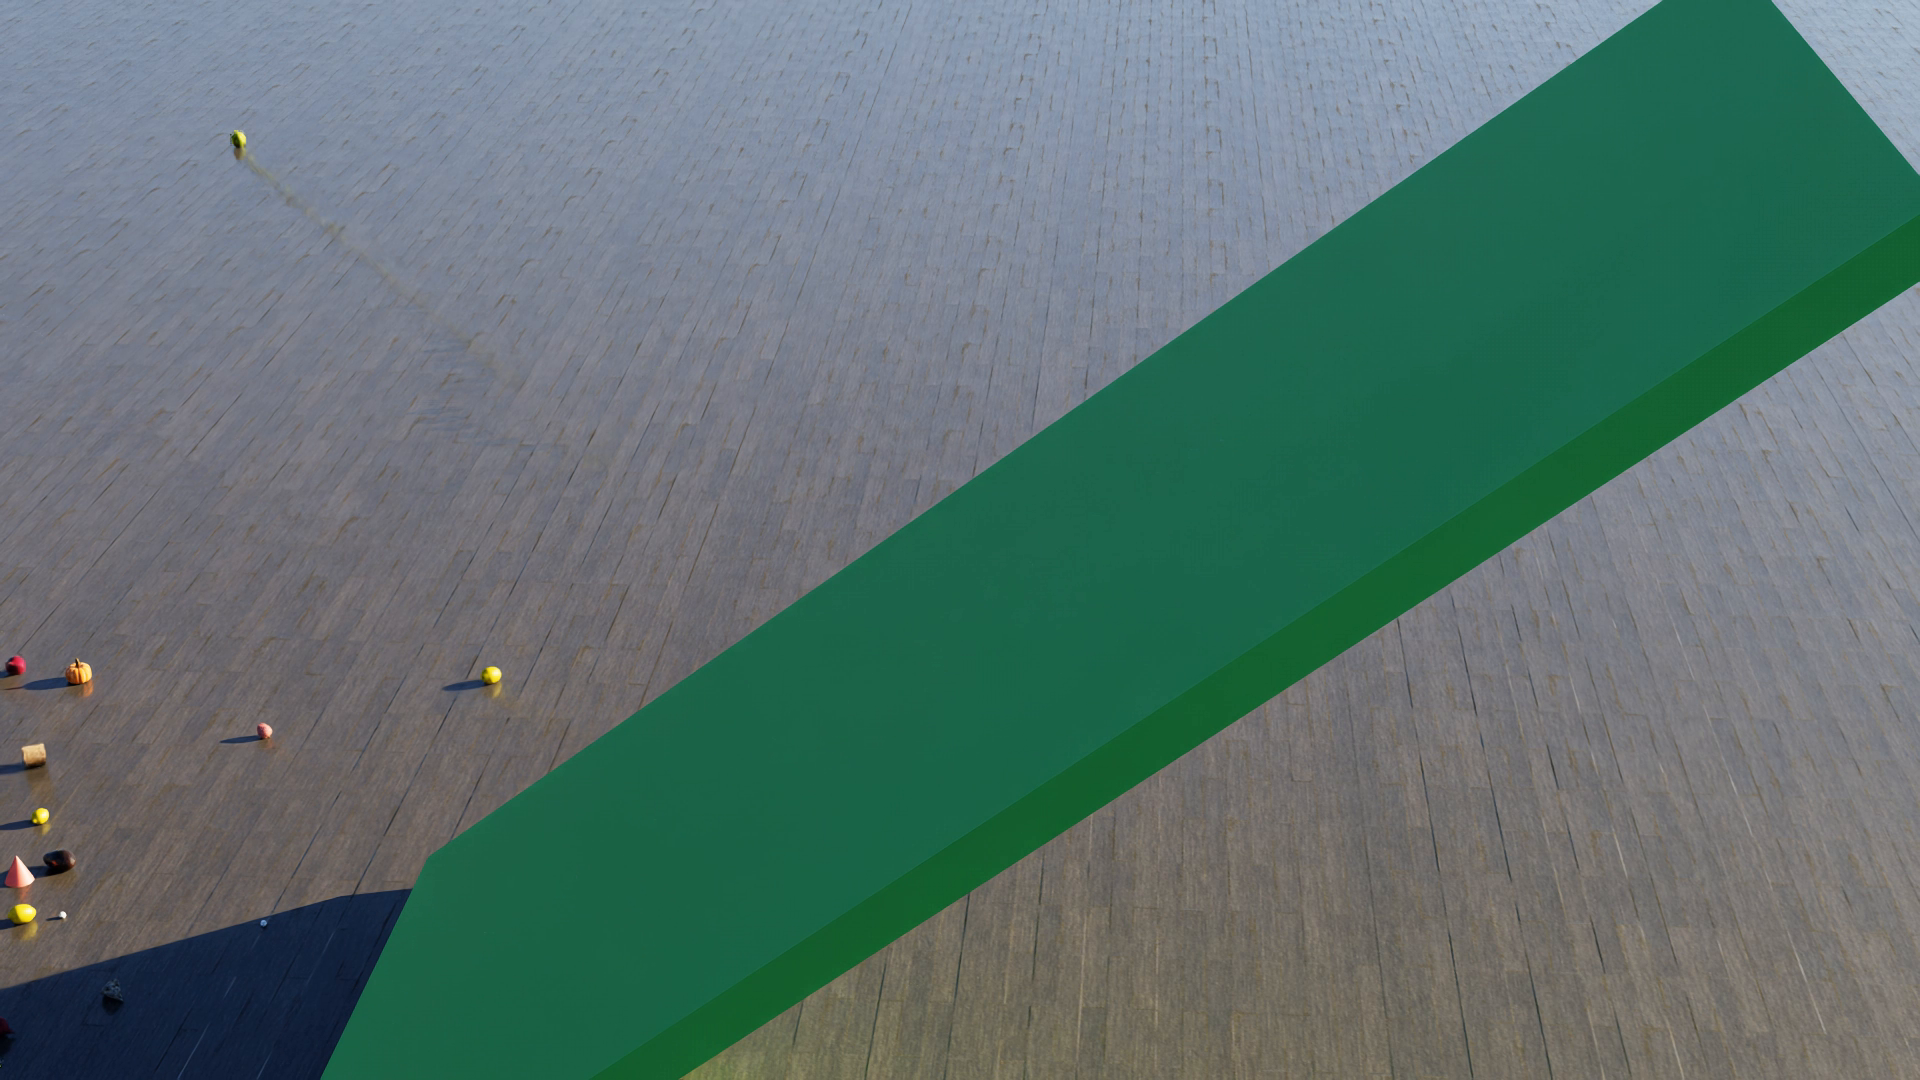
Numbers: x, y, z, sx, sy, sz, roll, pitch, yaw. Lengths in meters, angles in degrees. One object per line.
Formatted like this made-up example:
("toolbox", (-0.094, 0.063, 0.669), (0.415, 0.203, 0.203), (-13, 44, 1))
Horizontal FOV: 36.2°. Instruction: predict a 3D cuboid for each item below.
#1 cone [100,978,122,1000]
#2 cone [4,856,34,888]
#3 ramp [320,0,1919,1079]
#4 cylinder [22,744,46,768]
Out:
("cone", (-2.094, 1.127, 7.299), (0.054, 0.054, 0.054), (42, 40, 20))
("cone", (-2.511, 0.873, 7.837), (0.077, 0.077, 0.077), (0, 23, 0))
("ramp", (0.127, 0.180, 6.325), (4.000, 0.100, 2.000), (-35, 16, 17))
("cylinder", (-2.663, 0.621, 8.460), (0.059, 0.059, 0.059), (-10, 25, -22))
